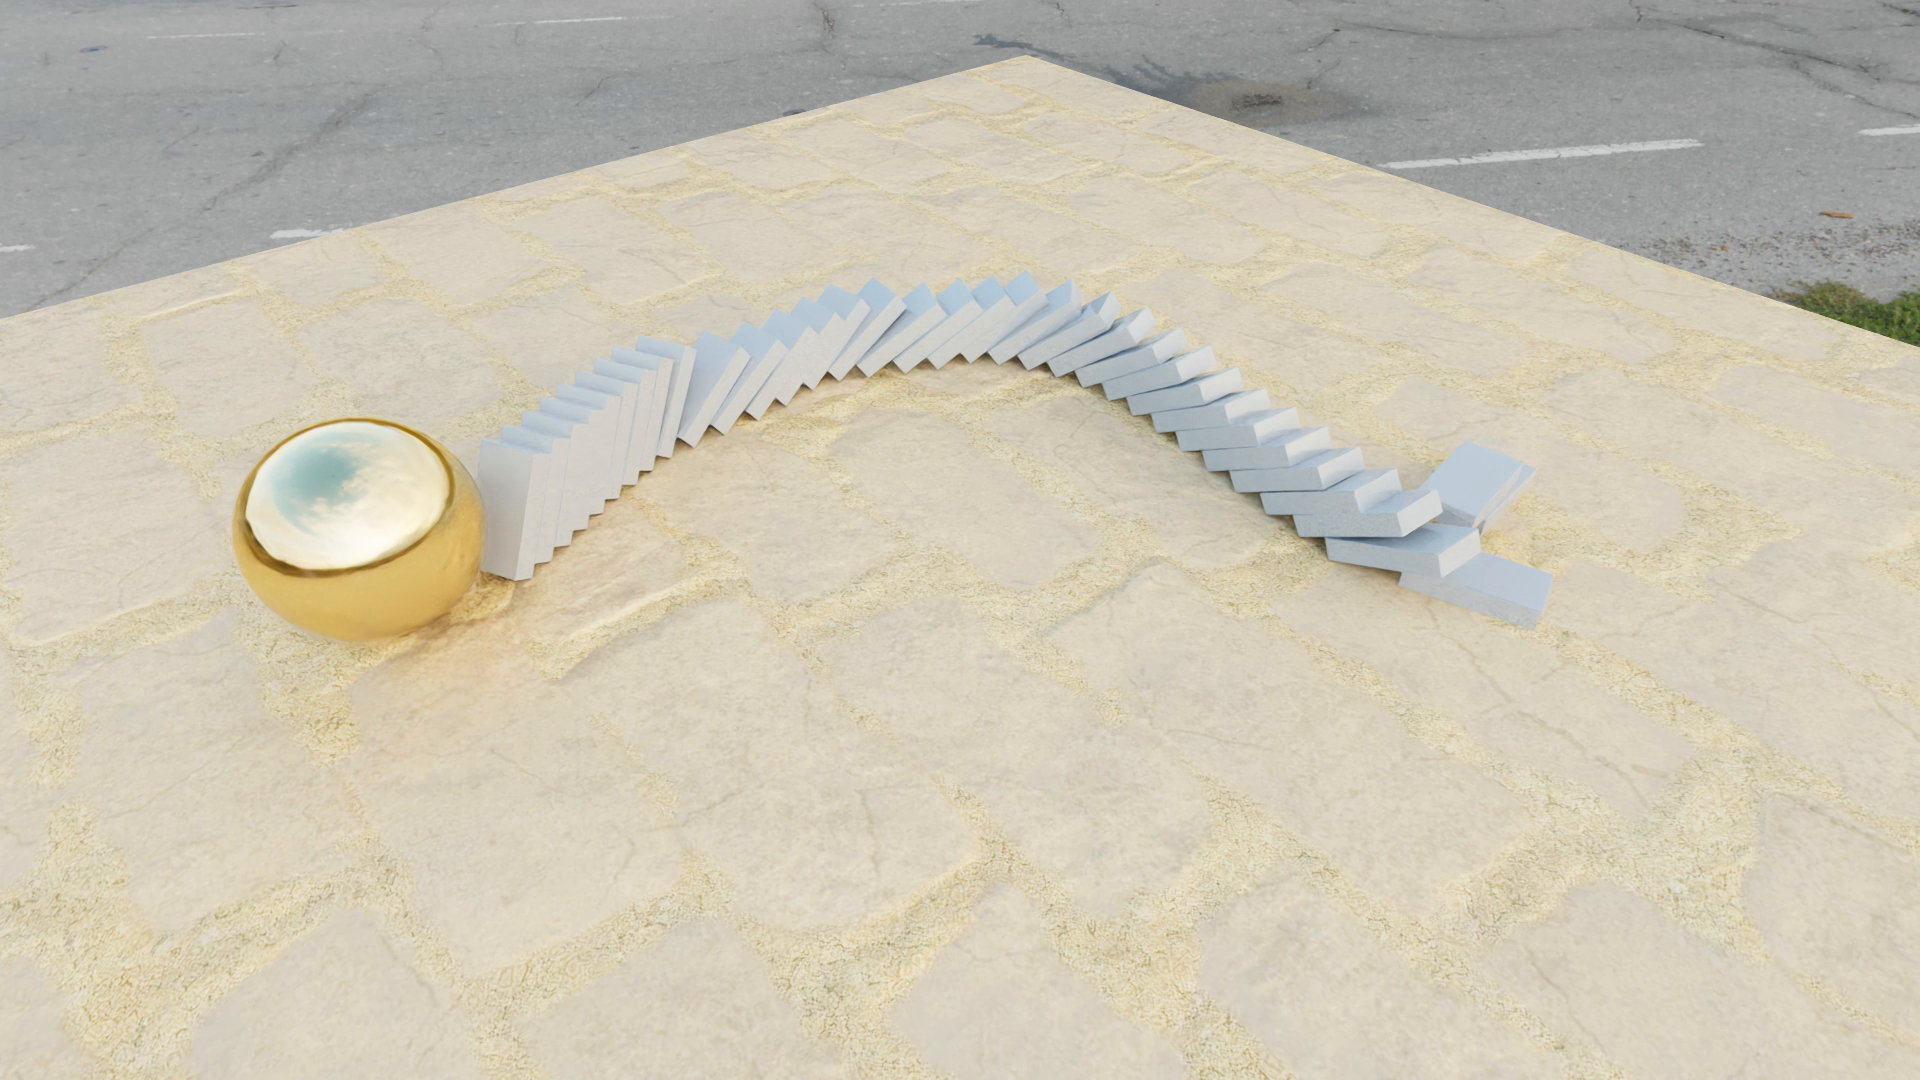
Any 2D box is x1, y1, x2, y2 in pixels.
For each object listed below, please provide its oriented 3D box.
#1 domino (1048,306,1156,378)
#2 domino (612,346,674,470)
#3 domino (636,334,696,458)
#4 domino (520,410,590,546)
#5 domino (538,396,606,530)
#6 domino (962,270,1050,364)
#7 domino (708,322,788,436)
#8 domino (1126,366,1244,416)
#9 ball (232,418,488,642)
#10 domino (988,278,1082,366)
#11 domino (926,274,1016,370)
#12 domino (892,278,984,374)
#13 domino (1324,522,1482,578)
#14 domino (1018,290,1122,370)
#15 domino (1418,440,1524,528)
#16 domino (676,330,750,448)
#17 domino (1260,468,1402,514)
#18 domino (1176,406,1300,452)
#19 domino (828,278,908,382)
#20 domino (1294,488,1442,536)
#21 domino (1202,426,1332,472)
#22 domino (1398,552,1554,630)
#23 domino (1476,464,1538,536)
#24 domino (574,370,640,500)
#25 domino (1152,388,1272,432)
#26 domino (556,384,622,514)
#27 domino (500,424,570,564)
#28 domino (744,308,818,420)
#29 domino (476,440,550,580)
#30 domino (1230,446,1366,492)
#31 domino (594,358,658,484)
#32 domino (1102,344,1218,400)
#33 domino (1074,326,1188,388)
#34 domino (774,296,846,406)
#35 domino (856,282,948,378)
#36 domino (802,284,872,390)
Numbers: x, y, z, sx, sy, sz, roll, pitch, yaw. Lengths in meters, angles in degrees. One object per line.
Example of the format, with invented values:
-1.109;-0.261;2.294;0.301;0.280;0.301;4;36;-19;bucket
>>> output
0.069;-0.097;0.540;0.050;0.009;0.025;-17;23;43;domino
-0.144;-0.058;0.485;0.025;0.050;0.009;15;8;18;domino
-0.137;-0.064;0.494;0.025;0.050;0.009;15;3;18;domino
-0.167;-0.025;0.444;0.025;0.050;0.010;15;9;18;domino
-0.163;-0.031;0.452;0.025;0.050;0.009;15;9;17;domino
0.020;-0.114;0.560;0.050;0.010;0.025;-36;37;12;domino
-0.106;-0.076;0.515;0.025;0.010;0.050;31;83;32;domino
0.103;-0.068;0.506;0.025;0.009;0.050;-25;12;-28;domino
-0.212;-0.004;0.392;0.080;0.080;0.080;0;39;0;ball
0.038;-0.110;0.556;0.050;0.009;0.025;-27;31;26;domino
0.003;-0.110;0.556;0.050;0.010;0.025;-37;39;11;domino
-0.014;-0.108;0.554;0.050;0.010;0.025;-37;39;11;domino
0.170;0.002;0.425;0.025;0.009;0.050;-25;20;-28;domino
0.054;-0.104;0.548;0.050;0.010;0.025;-22;25;36;domino
0.210;-0.022;0.456;0.025;0.009;0.050;30;48;31;domino
-0.120;-0.070;0.507;0.025;0.010;0.050;26;81;29;domino
0.150;-0.019;0.447;0.025;0.010;0.050;-25;13;-26;domino
0.121;-0.048;0.483;0.025;0.010;0.050;-23;12;-26;domino
-0.052;-0.106;0.550;0.050;0.010;0.025;-47;48;2;domino
0.160;-0.010;0.435;0.025;0.009;0.050;-26;13;-28;domino
0.131;-0.039;0.471;0.025;0.010;0.050;-23;12;-26;domino
0.199;0.015;0.425;0.050;0.010;0.025;21;44;24;domino
0.222;-0.021;0.469;0.025;0.009;0.050;32;49;33;domino
-0.154;-0.045;0.468;0.025;0.050;0.009;15;9;18;domino
0.112;-0.058;0.494;0.025;0.010;0.050;-23;12;-26;domino
-0.159;-0.038;0.460;0.025;0.050;0.010;15;9;17;domino
-0.172;-0.018;0.436;0.025;0.050;0.010;15;9;17;domino
-0.092;-0.084;0.524;0.025;0.009;0.050;31;84;33;domino
-0.176;-0.012;0.428;0.025;0.050;0.009;15;9;17;domino
0.140;-0.029;0.459;0.025;0.010;0.050;-23;12;-26;domino
-0.149;-0.051;0.476;0.025;0.050;0.009;15;8;18;domino
0.093;-0.078;0.518;0.025;0.009;0.050;-30;13;-31;domino
0.082;-0.088;0.529;0.025;0.010;0.050;-36;17;-36;domino
-0.080;-0.092;0.534;0.025;0.010;0.050;31;84;33;domino
-0.032;-0.106;0.552;0.050;0.010;0.025;-36;41;11;domino
-0.069;-0.101;0.544;0.025;0.010;0.050;31;84;36;domino
